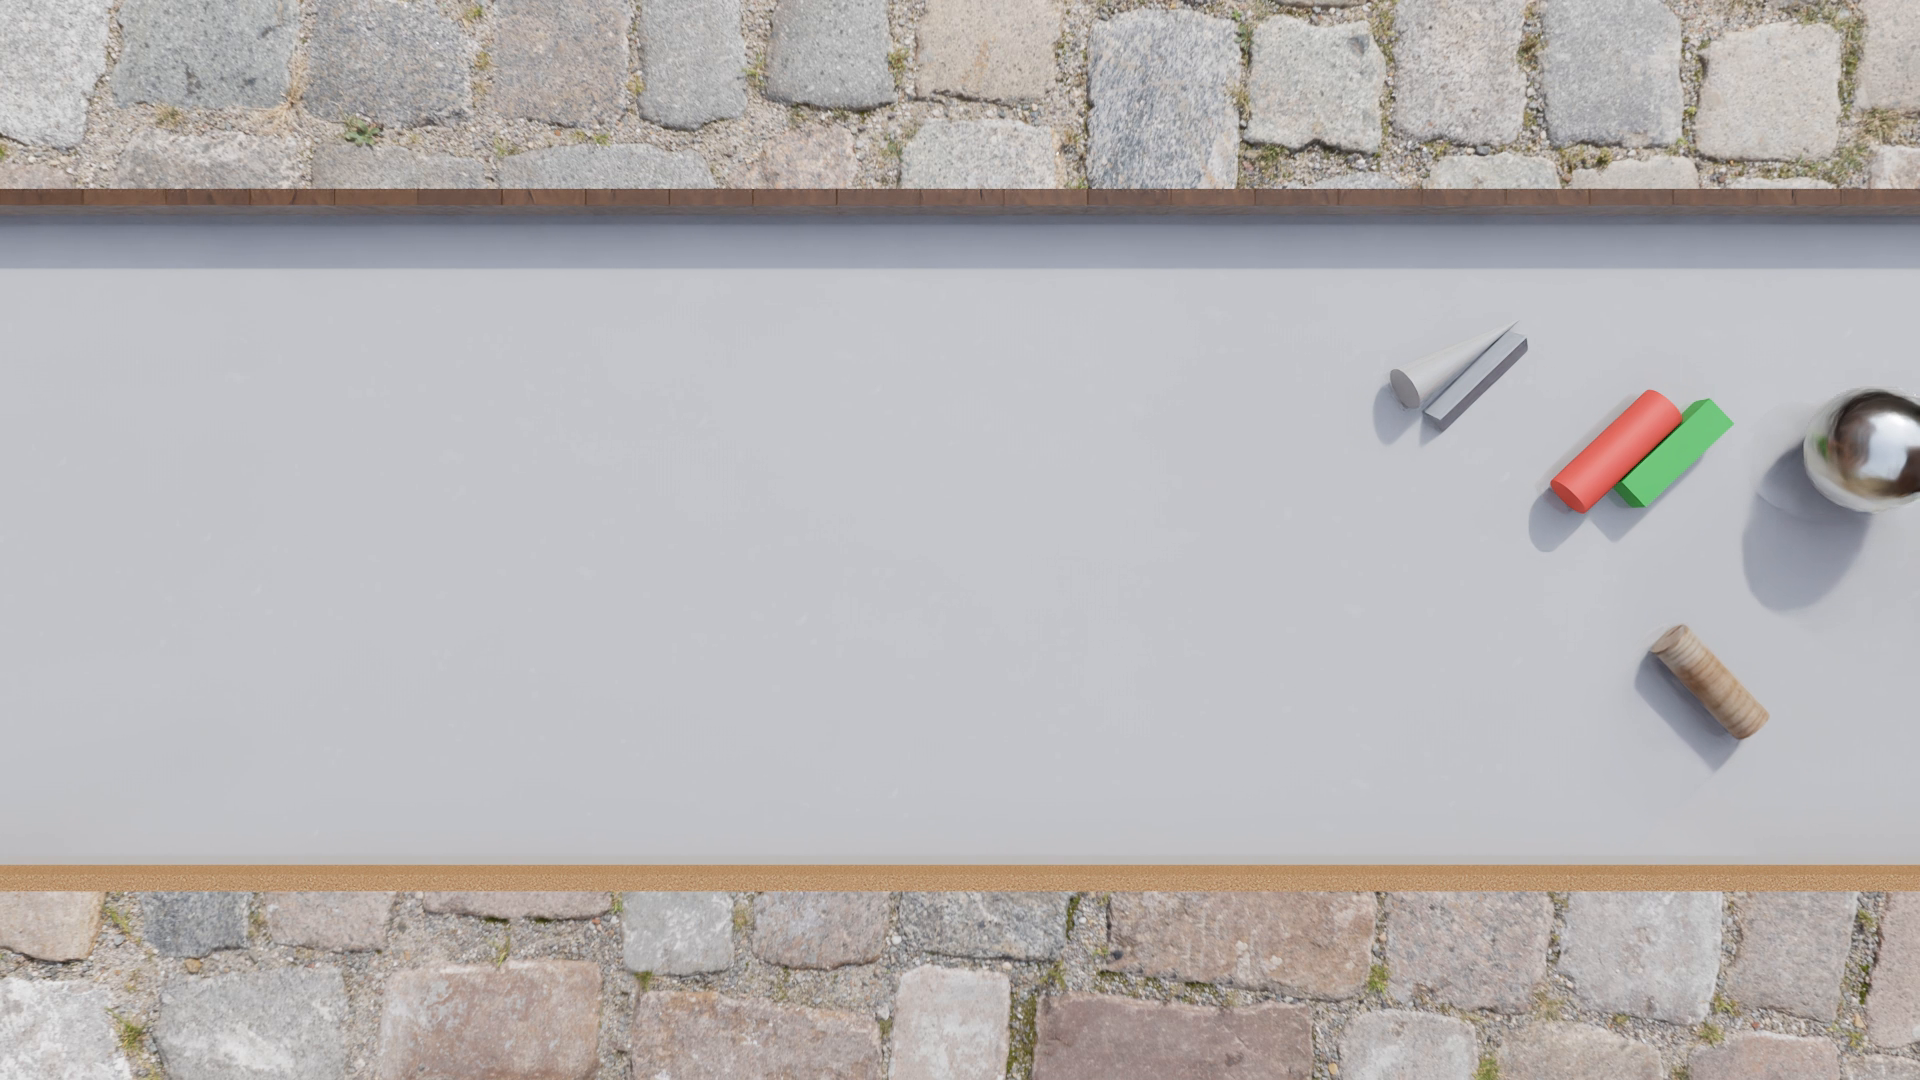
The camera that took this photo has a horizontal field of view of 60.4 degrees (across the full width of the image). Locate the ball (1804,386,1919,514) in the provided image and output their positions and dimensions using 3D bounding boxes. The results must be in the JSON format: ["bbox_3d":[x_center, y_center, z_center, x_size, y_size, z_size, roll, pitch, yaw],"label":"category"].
[{"bbox_3d":[2.709,-0.267,4.889,0.374,0.374,0.374,0,90,0],"label":"ball"}]

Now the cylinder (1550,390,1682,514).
[{"bbox_3d":[1.991,-0.268,5.007,0.401,0.140,0.140,-43,90,0],"label":"cylinder"}]

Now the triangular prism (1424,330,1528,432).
[{"bbox_3d":[1.585,-0.490,5.037,0.363,0.076,0.087,-44,90,0],"label":"triangular prism"}]

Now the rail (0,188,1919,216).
[{"bbox_3d":[-2.247,-1.025,5.002,12.000,0.150,0.050,0,90,0],"label":"rail"}]

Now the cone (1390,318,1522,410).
[{"bbox_3d":[1.541,-0.571,5.042,0.447,0.140,0.140,-31,90,-9],"label":"cone"}]

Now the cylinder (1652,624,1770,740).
[{"bbox_3d":[2.281,0.432,5.013,0.125,0.125,0.365,-43,90,0],"label":"cylinder"}]

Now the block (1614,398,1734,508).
[{"bbox_3d":[2.165,-0.263,5.024,0.366,0.105,0.105,-43,90,0],"label":"block"}]

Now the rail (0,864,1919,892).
[{"bbox_3d":[-2.247,1.025,5.001,12.000,0.150,0.050,0,90,0],"label":"rail"}]
